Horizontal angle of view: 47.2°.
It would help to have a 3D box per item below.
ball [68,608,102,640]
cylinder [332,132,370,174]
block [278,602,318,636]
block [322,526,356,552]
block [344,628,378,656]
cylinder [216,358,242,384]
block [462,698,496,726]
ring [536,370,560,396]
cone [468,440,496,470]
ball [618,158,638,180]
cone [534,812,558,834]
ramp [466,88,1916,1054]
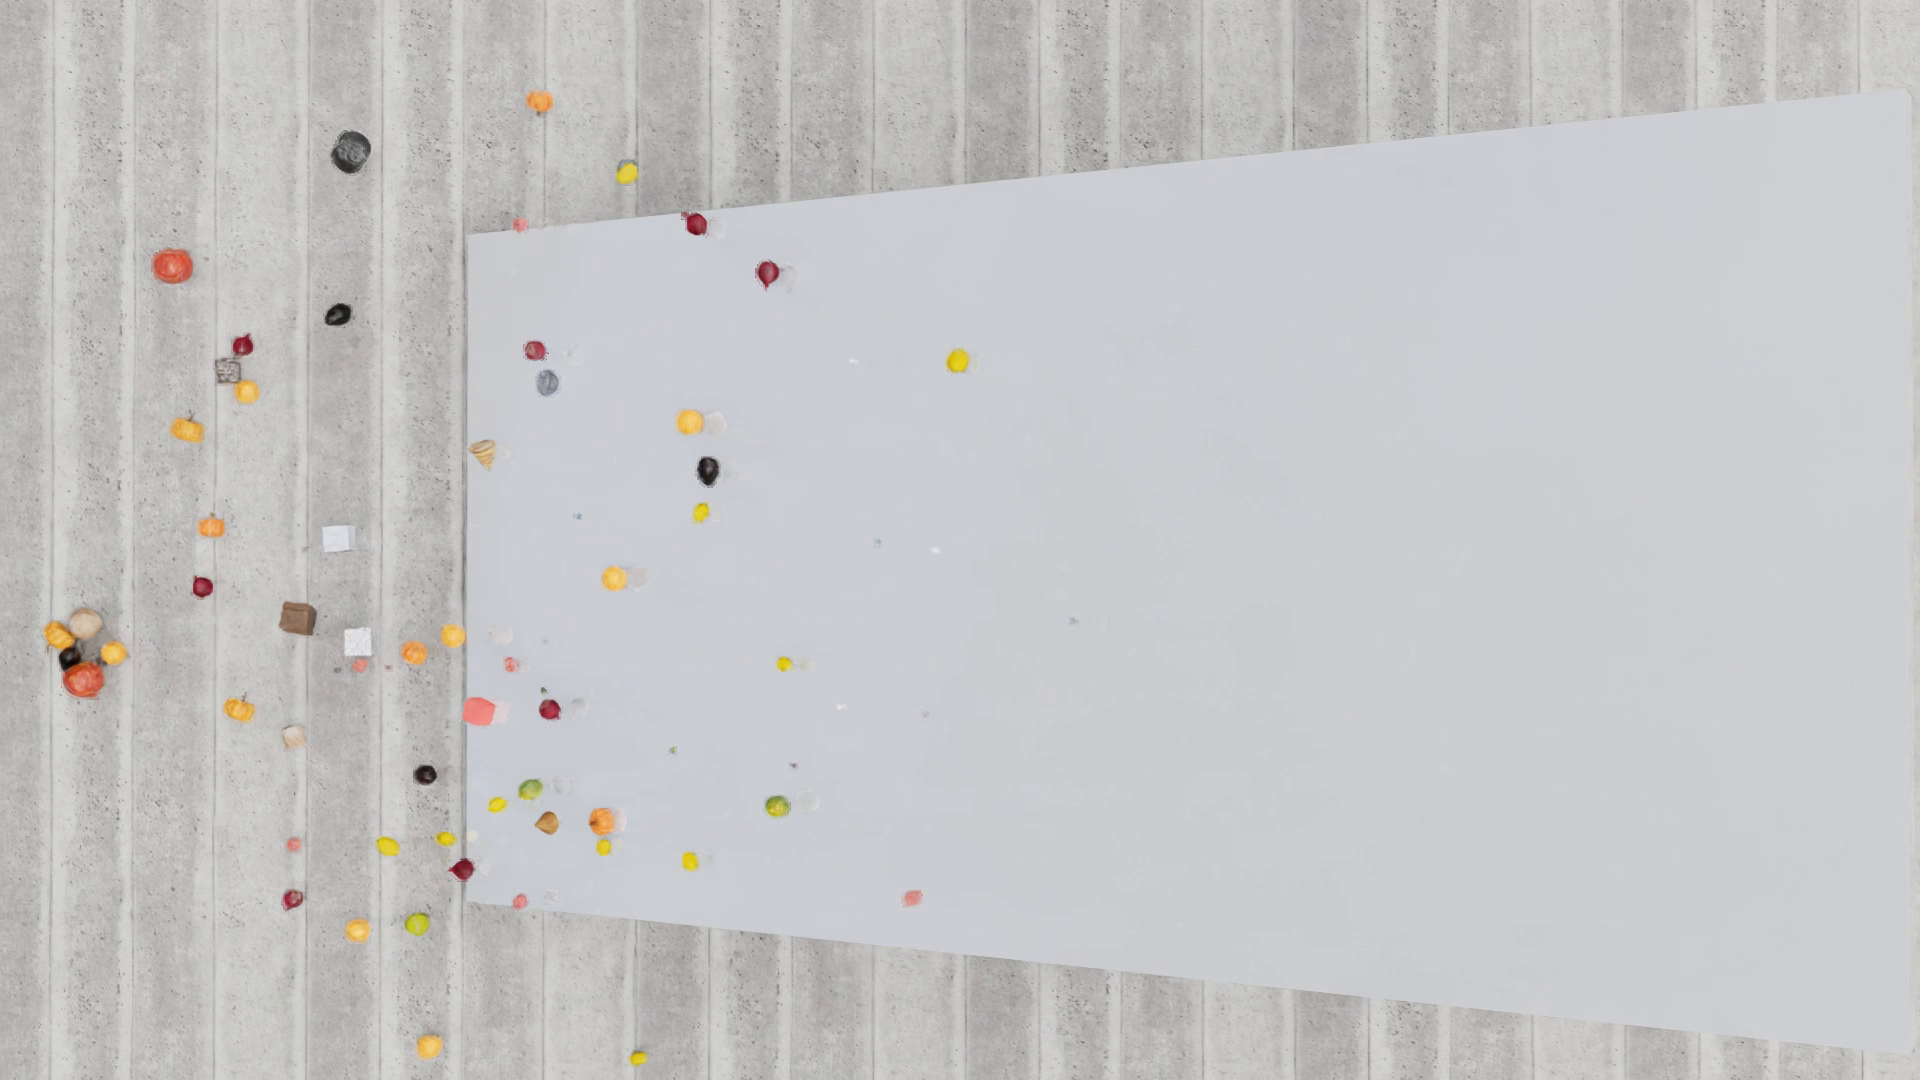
[{"bbox_3d":[-2.638,0.252,6.633,0.096,0.096,0.096,0,89,0],"label":"ball"},{"bbox_3d":[-1.829,-1.165,6.607,0.097,0.097,0.097,6,76,-25],"label":"cylinder"},{"bbox_3d":[-1.996,0.238,6.632,0.080,0.080,0.080,7,76,0],"label":"block"},{"bbox_3d":[-1.875,-0.004,6.645,0.075,0.075,0.075,-4,89,0],"label":"block"},{"bbox_3d":[-1.808,0.306,6.640,0.080,0.080,0.080,-2,89,0],"label":"block"},{"bbox_3d":[-2.213,-0.512,6.652,0.070,0.070,0.070,-5,90,0],"label":"cylinder"},{"bbox_3d":[-1.428,0.510,6.526,0.062,0.062,0.062,23,101,29],"label":"block"},{"bbox_3d":[-1.204,-0.458,6.423,0.080,0.027,0.080,0,89,32],"label":"ring"},{"bbox_3d":[-1.412,-0.242,6.538,0.085,0.085,0.085,-9,115,0],"label":"cone"},{"bbox_3d":[-0.971,-1.085,6.429,0.062,0.062,0.062,0,89,0],"label":"ball"},{"bbox_3d":[-1.216,0.827,6.393,0.068,0.068,0.068,0,89,31],"label":"cone"},{"bbox_3d":[0.267,0.074,5.618,4.000,0.100,2.000,0,89,31],"label":"ramp"}]
